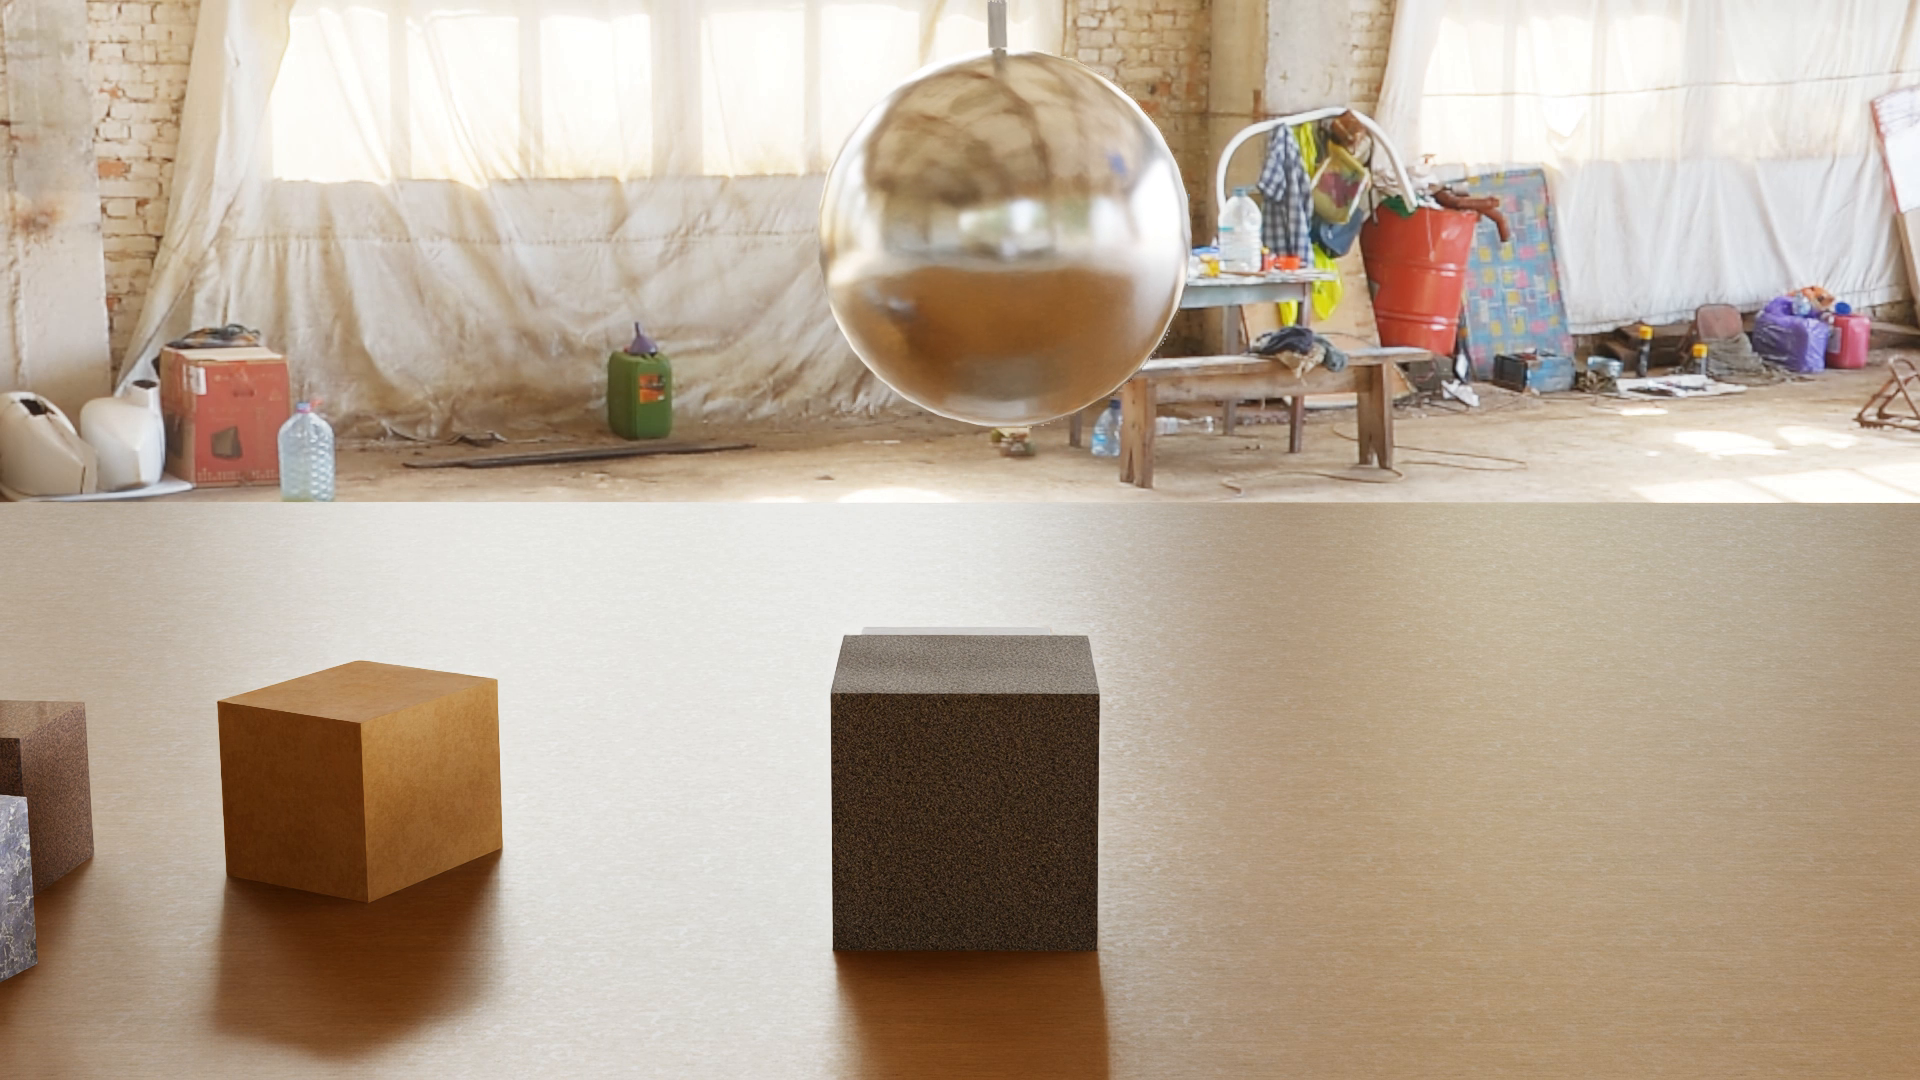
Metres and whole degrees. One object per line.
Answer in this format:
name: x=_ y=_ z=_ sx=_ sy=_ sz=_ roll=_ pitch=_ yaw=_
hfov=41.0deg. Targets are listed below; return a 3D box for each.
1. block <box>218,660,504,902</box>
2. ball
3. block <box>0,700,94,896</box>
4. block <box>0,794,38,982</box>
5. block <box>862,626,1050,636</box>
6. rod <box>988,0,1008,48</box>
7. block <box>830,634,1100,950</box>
block: x=-2.679 y=1.059 z=11.521 sx=0.818 sy=0.794 sz=0.917 roll=6 pitch=12 yaw=28
ball: x=0.186 y=-1.284 z=10.947 sx=1.600 sy=1.600 sz=1.600 roll=0 pitch=10 yaw=0
block: x=-4.370 y=1.131 z=11.349 sx=0.791 sy=0.714 sz=0.642 roll=1 pitch=10 yaw=6
block: x=-4.151 y=1.395 z=9.975 sx=0.744 sy=0.687 sz=0.713 roll=3 pitch=11 yaw=18
block: x=-0.018 y=0.943 z=11.907 sx=0.895 sy=0.885 sz=1.012 roll=0 pitch=10 yaw=0
rod: x=0.080 y=-4.628 z=10.339 sx=0.080 sy=5.200 sz=0.080 roll=-2 pitch=10 yaw=0
block: x=0.023 y=1.041 z=10.844 sx=1.074 sy=1.071 sz=1.083 roll=0 pitch=10 yaw=0
